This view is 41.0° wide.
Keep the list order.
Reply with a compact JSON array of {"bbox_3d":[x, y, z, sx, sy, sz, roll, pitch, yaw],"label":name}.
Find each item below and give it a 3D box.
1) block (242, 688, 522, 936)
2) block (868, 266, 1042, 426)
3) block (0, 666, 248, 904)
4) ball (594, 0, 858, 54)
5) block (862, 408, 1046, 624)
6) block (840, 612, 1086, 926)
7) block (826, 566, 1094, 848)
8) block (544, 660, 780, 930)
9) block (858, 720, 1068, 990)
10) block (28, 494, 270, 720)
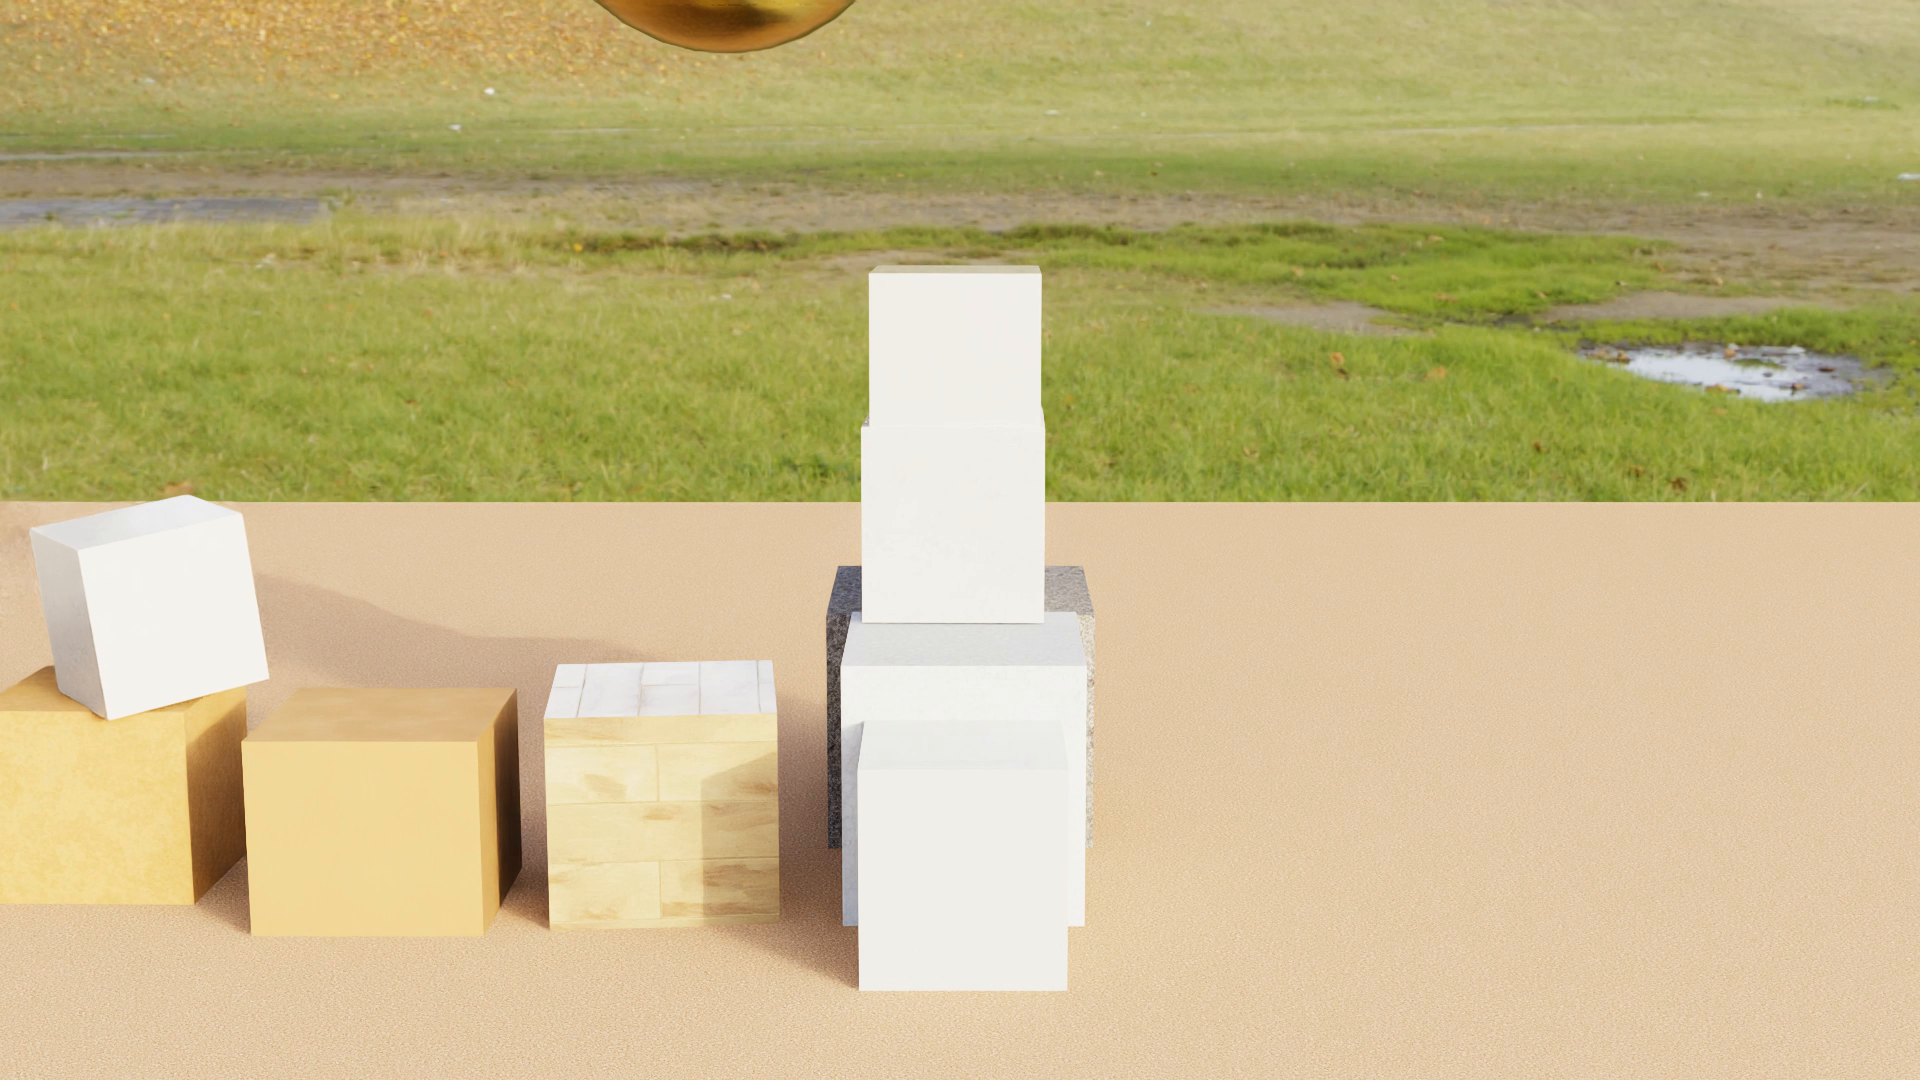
[{"bbox_3d":[-2.441,1.143,10.964,0.958,0.828,0.934,0,10,0],"label":"block"},{"bbox_3d":[-0.015,-0.886,11.565,0.747,0.666,0.817,0,9,1],"label":"block"},{"bbox_3d":[-3.718,1.066,11.332,0.906,0.848,0.852,0,10,1],"label":"block"},{"bbox_3d":[-0.982,-2.834,10.665,1.600,1.600,1.600,0,10,0],"label":"ball"},{"bbox_3d":[-0.022,-0.128,11.667,0.801,0.863,0.882,0,9,1],"label":"block"},{"bbox_3d":[0.017,0.967,11.136,1.008,1.113,1.076,0,10,0],"label":"block"},{"bbox_3d":[0.002,0.772,12.262,1.214,1.094,1.189,0,10,0],"label":"block"},{"bbox_3d":[-1.273,1.080,11.087,0.951,0.907,0.976,-1,10,-5],"label":"block"},{"bbox_3d":[0.012,1.245,10.245,0.807,0.884,0.756,0,10,0],"label":"block"},{"bbox_3d":[-3.490,0.275,11.047,0.707,0.735,0.639,-15,17,-34],"label":"block"}]
